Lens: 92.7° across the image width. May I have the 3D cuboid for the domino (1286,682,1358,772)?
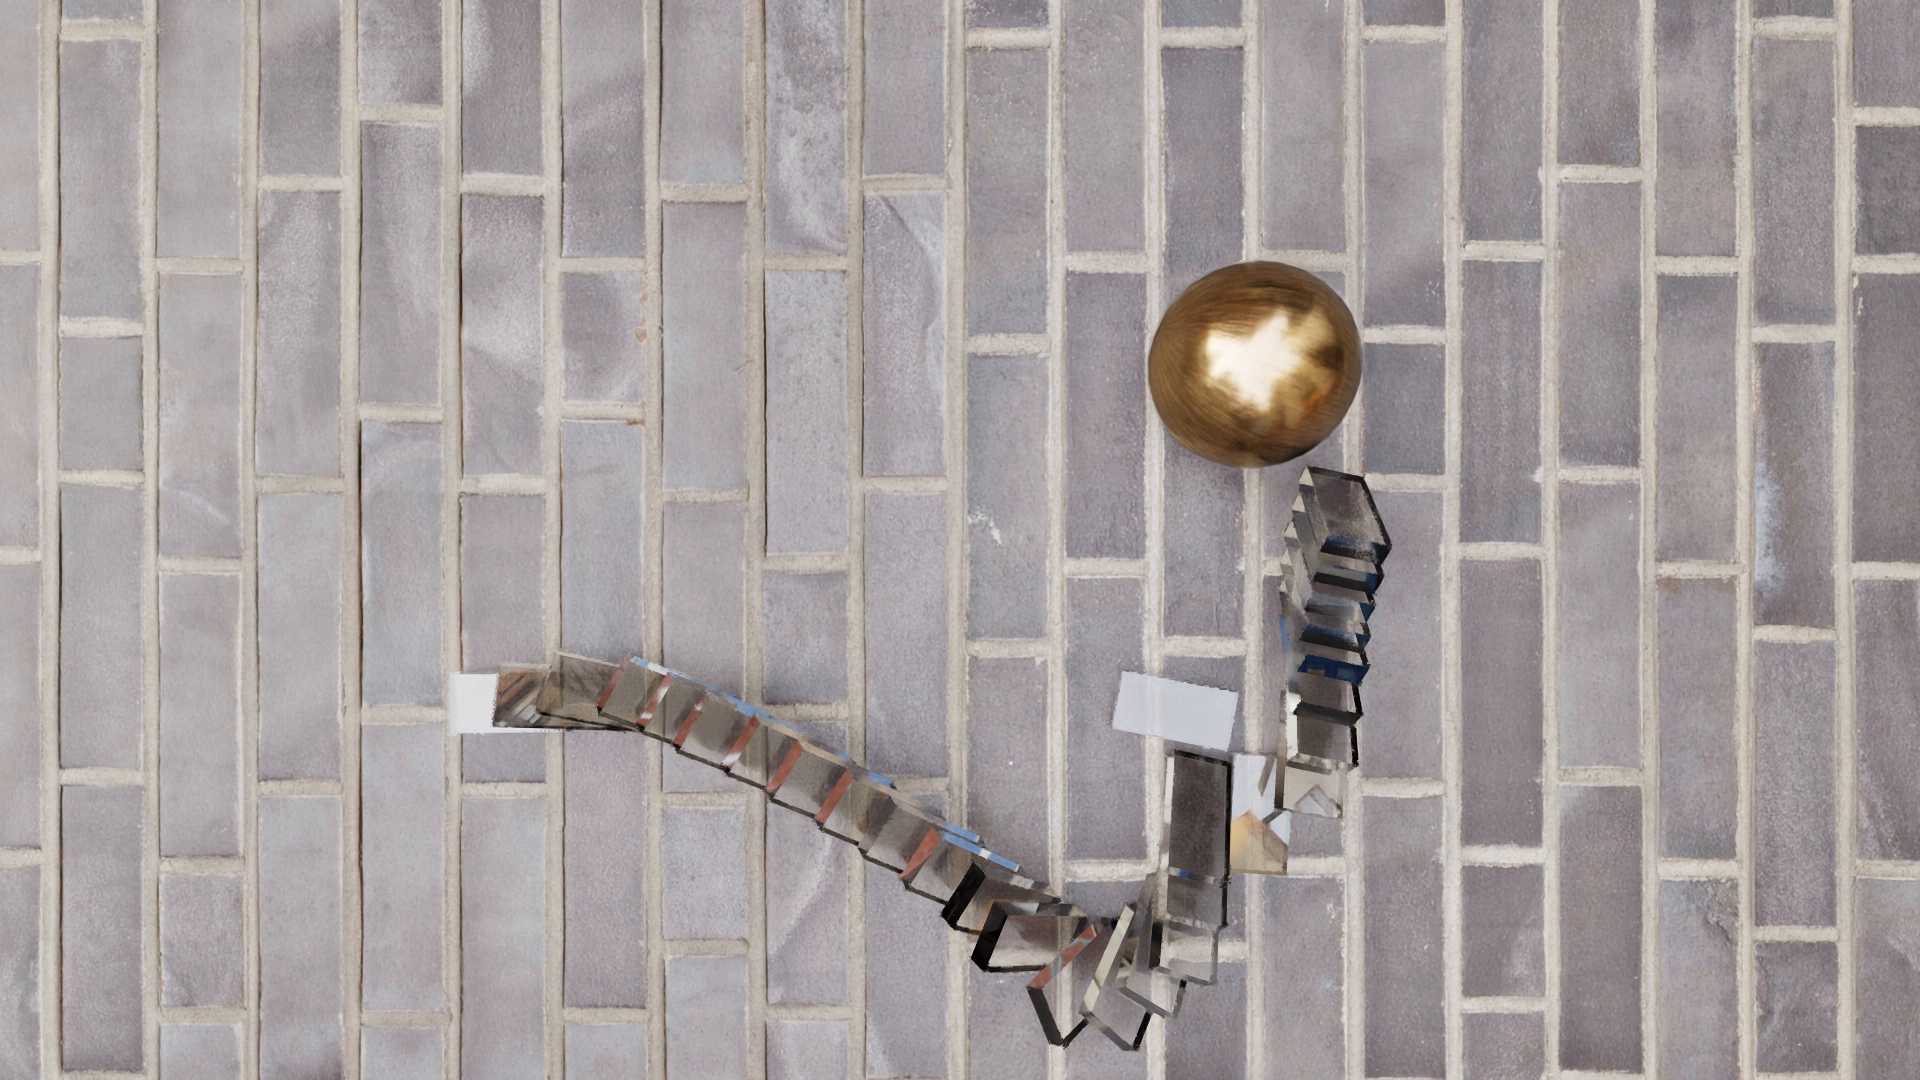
[{"bbox_3d":[0.151,0.069,0.383,0.025,0.010,0.050,12,57,0],"label":"domino"}]

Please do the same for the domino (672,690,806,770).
[{"bbox_3d":[-0.090,0.084,0.382,0.050,0.010,0.025,32,89,-32],"label":"domino"}]

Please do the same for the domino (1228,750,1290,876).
[{"bbox_3d":[0.128,0.117,0.395,0.025,0.009,0.050,4,90,0],"label":"domino"}]

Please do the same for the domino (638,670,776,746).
[{"bbox_3d":[-0.105,0.076,0.383,0.050,0.010,0.025,31,89,-32],"label":"domino"}]

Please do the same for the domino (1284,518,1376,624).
[{"bbox_3d":[0.151,0.012,0.377,0.025,0.050,0.009,12,127,0],"label":"domino"}]

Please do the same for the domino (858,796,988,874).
[{"bbox_3d":[-0.015,0.129,0.385,0.050,0.009,0.025,33,90,-27],"label":"domino"}]

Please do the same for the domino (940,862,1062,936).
[{"bbox_3d":[0.018,0.152,0.381,0.050,0.009,0.025,33,90,-38],"label":"domino"}]

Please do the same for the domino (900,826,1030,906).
[{"bbox_3d":[0.002,0.142,0.385,0.050,0.009,0.025,33,90,-26],"label":"domino"}]

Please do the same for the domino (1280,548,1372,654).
[{"bbox_3d":[0.149,0.024,0.377,0.025,0.050,0.010,12,127,0],"label":"domino"}]

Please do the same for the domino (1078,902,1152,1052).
[{"bbox_3d":[0.071,0.180,0.380,0.025,0.010,0.050,42,52,-4],"label":"domino"}]

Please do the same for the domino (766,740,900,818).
[{"bbox_3d":[-0.053,0.105,0.384,0.050,0.009,0.025,33,90,-29],"label":"domino"}]

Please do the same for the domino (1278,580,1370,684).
[{"bbox_3d":[0.149,0.036,0.377,0.025,0.050,0.010,12,127,0],"label":"domino"}]

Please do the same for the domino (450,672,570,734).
[{"bbox_3d":[-0.192,0.070,0.395,0.050,0.009,0.025,-1,90,0],"label":"domino"}]

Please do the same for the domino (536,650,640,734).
[{"bbox_3d":[-0.147,0.065,0.384,0.050,0.010,0.025,18,85,-27],"label":"domino"}]

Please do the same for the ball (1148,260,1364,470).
[{"bbox_3d":[0.115,-0.068,0.360,0.080,0.080,0.080,0,90,0],"label":"ball"}]

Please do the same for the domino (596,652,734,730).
[{"bbox_3d":[-0.122,0.069,0.383,0.050,0.010,0.025,30,90,-30],"label":"domino"}]

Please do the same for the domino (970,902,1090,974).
[{"bbox_3d":[0.030,0.165,0.380,0.050,0.010,0.025,20,93,-39],"label":"domino"}]

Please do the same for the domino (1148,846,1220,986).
[{"bbox_3d":[0.094,0.154,0.380,0.025,0.010,0.050,20,55,-8],"label":"domino"}]

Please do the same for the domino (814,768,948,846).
[{"bbox_3d":[-0.033,0.118,0.385,0.050,0.009,0.025,33,90,-26],"label":"domino"}]

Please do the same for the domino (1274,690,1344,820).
[{"bbox_3d":[0.148,0.090,0.387,0.025,0.009,0.050,11,71,-1],"label":"domino"}]

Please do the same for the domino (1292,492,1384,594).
[{"bbox_3d":[0.155,0.000,0.377,0.025,0.050,0.010,12,127,0],"label":"domino"}]

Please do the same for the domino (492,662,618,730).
[{"bbox_3d":[-0.167,0.066,0.385,0.050,0.010,0.025,8,90,-26],"label":"domino"}]

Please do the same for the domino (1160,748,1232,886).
[{"bbox_3d":[0.099,0.115,0.382,0.025,0.010,0.050,13,55,0],"label":"domino"}]

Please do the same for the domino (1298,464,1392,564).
[{"bbox_3d":[0.158,-0.011,0.377,0.025,0.050,0.009,12,127,0],"label":"domino"}]

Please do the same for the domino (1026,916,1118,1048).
[{"bbox_3d":[0.051,0.182,0.380,0.050,0.010,0.025,-22,90,-41],"label":"domino"}]

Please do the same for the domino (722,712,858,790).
[{"bbox_3d":[-0.071,0.094,0.383,0.050,0.010,0.025,33,90,-30],"label":"domino"}]

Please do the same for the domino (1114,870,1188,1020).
[{"bbox_3d":[0.084,0.167,0.381,0.025,0.009,0.050,31,53,-3],"label":"domino"}]

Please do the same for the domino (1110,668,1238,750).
[{"bbox_3d":[0.092,0.073,0.395,0.050,0.010,0.025,11,90,0],"label":"domino"}]

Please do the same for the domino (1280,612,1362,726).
[{"bbox_3d":[0.149,0.051,0.379,0.025,0.009,0.050,12,46,0],"label":"domino"}]

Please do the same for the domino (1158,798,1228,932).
[{"bbox_3d":[0.098,0.133,0.381,0.025,0.009,0.050,14,55,-2],"label":"domino"}]
